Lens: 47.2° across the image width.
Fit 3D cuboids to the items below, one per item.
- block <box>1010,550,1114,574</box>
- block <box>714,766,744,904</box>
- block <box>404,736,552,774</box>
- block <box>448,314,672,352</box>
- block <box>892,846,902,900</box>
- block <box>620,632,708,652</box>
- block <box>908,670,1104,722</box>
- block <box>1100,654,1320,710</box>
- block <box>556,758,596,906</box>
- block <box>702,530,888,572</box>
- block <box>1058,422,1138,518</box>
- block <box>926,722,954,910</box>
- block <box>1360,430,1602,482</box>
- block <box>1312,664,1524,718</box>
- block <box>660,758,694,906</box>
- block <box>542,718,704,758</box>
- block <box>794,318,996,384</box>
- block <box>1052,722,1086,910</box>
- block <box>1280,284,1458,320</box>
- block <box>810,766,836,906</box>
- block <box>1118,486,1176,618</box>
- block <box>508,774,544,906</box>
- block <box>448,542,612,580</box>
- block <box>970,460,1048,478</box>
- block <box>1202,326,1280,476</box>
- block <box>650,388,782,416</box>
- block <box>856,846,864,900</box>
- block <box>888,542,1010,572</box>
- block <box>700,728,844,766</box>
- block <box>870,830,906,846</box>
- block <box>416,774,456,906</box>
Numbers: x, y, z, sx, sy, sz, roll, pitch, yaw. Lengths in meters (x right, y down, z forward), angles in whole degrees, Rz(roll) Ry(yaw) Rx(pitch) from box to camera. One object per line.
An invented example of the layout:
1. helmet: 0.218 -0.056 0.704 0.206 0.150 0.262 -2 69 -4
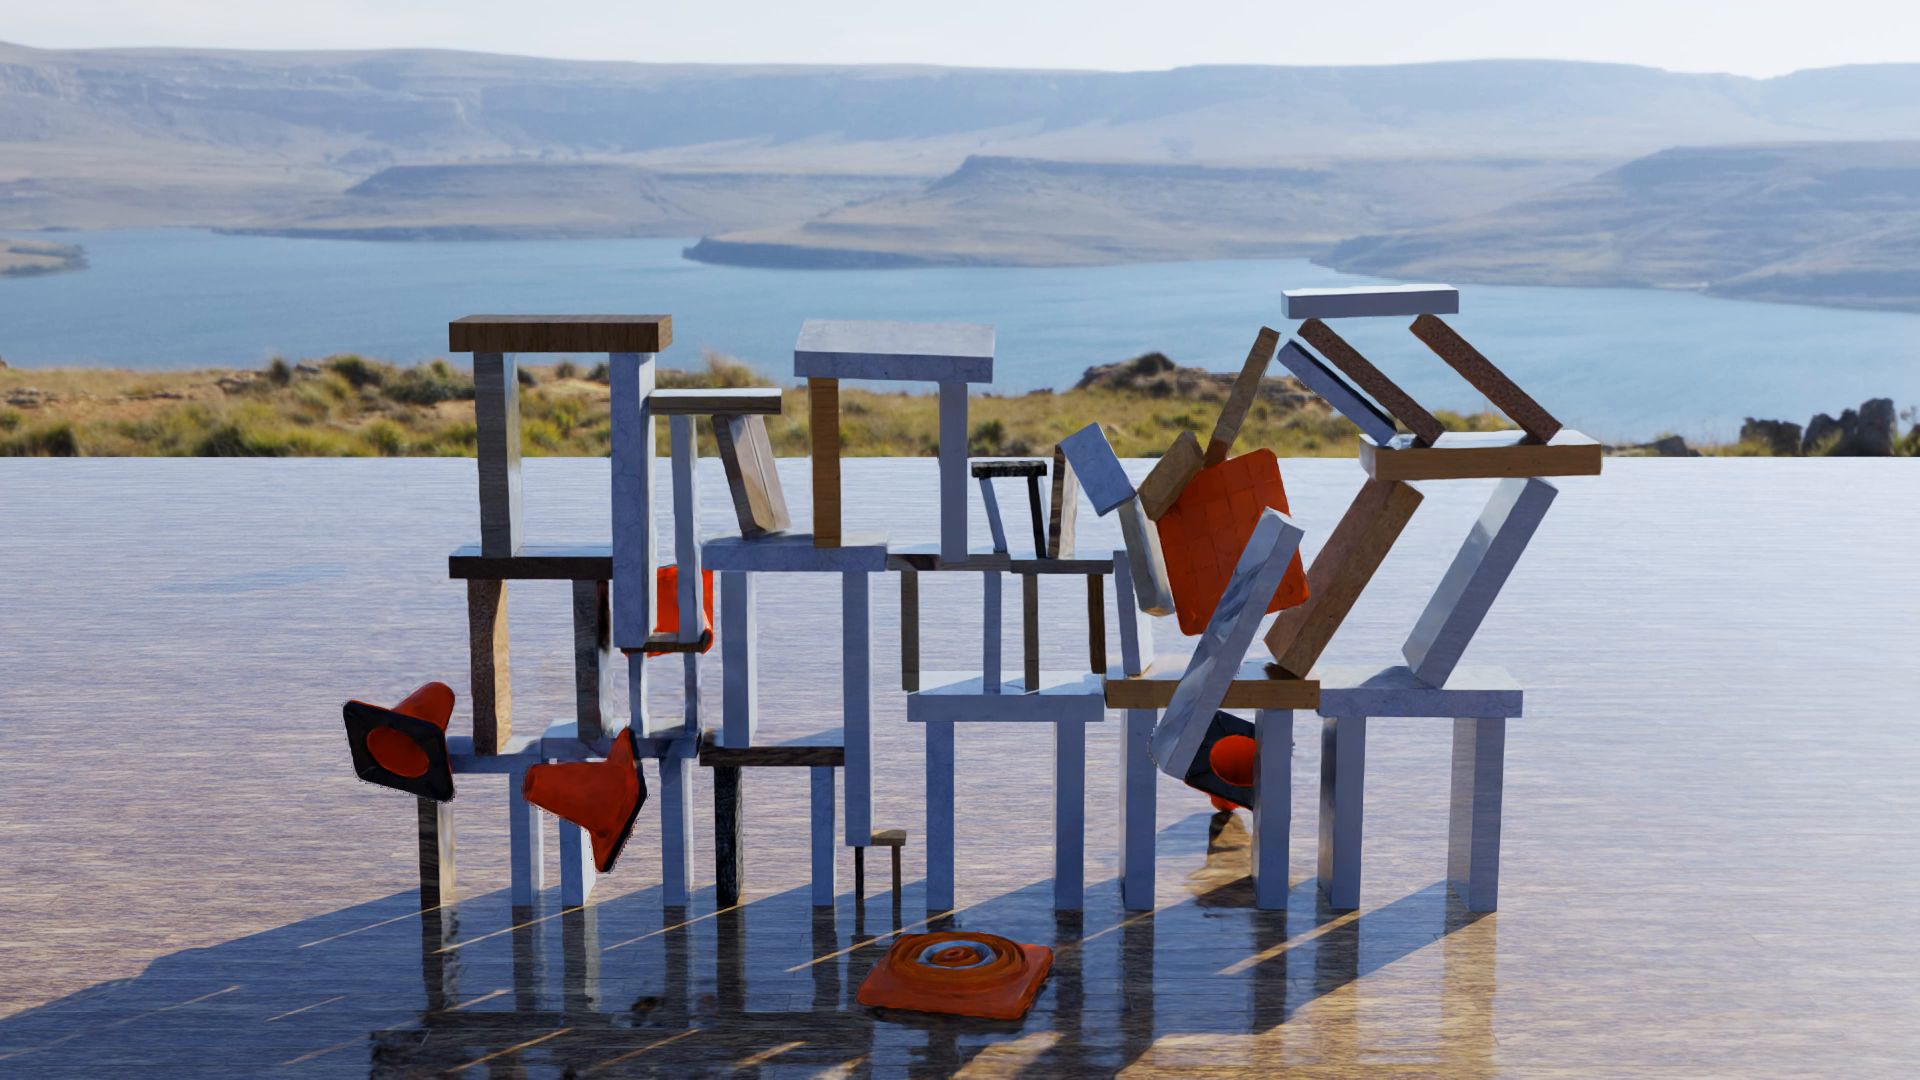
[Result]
1. block: 0.165 0.036 3.565 0.164 0.023 0.082 0 11 1
2. block: -0.383 0.473 3.650 0.033 0.236 0.118 0 10 0
3. block: -0.791 0.354 3.625 0.224 0.032 0.112 0 10 0
4. block: -0.632 -0.329 3.501 0.326 0.046 0.163 0 10 0
5. block: -0.106 0.545 3.657 0.013 0.092 0.046 0 10 0
6. block: -0.482 0.167 3.589 0.135 0.019 0.067 0 10 0
7. block: 0.073 0.256 3.610 0.317 0.045 0.158 0 11 0
8. block: 0.406 0.232 3.603 0.340 0.048 0.170 0 10 0
9. block: -0.636 0.466 3.651 0.035 0.250 0.125 0 11 0
10. block: -0.264 0.017 3.571 0.292 0.041 0.146 0 10 0
11. block: 0.217 -0.112 3.461 0.069 0.138 0.020 -30 -22 7
12. block: -0.032 0.434 3.643 0.045 0.317 0.158 0 11 0
13. block: 0.829 -0.137 3.522 0.349 0.049 0.175 -1 10 2
14. block: 0.742 0.247 3.608 0.325 0.046 0.162 0 11 2
15. block: -0.469 0.466 3.651 0.035 0.250 0.125 0 11 0
16. block: -0.553 0.326 3.624 0.250 0.035 0.125 0 11 0
17. block: -0.098 -0.292 3.384 0.301 0.043 0.150 2 25 2
18. block: 0.179 0.434 3.643 0.045 0.317 0.158 0 11 0
19. block: 0.646 -0.378 3.485 0.262 0.037 0.131 -2 11 3
20. block: -0.226 0.474 3.650 0.033 0.236 0.118 0 11 0
21. block: 0.296 0.018 3.529 0.029 0.203 0.102 -16 -13 19
22. block: -0.719 0.480 3.648 0.032 0.224 0.112 1 10 0
23. block: -0.683 0.033 3.566 0.262 0.037 0.131 0 10 0
24. block: 0.078 -0.115 3.541 0.120 0.017 0.060 -1 11 -4
25. block: 0.444 -0.220 3.479 0.031 0.219 0.109 24 -24 8
26. block: -0.390 -0.222 3.524 0.207 0.029 0.104 -1 10 -4
27. block: -0.166 0.546 3.657 0.013 0.092 0.046 0 11 0
28. block: -0.017 0.027 3.564 0.197 0.028 0.099 0 11 1
29. block: -0.305 0.341 3.626 0.236 0.033 0.118 0 10 0
30. block: -0.136 0.494 3.647 0.092 0.013 0.046 0 10 0
31. block: -0.868 0.480 3.647 0.032 0.224 0.112 1 10 0
